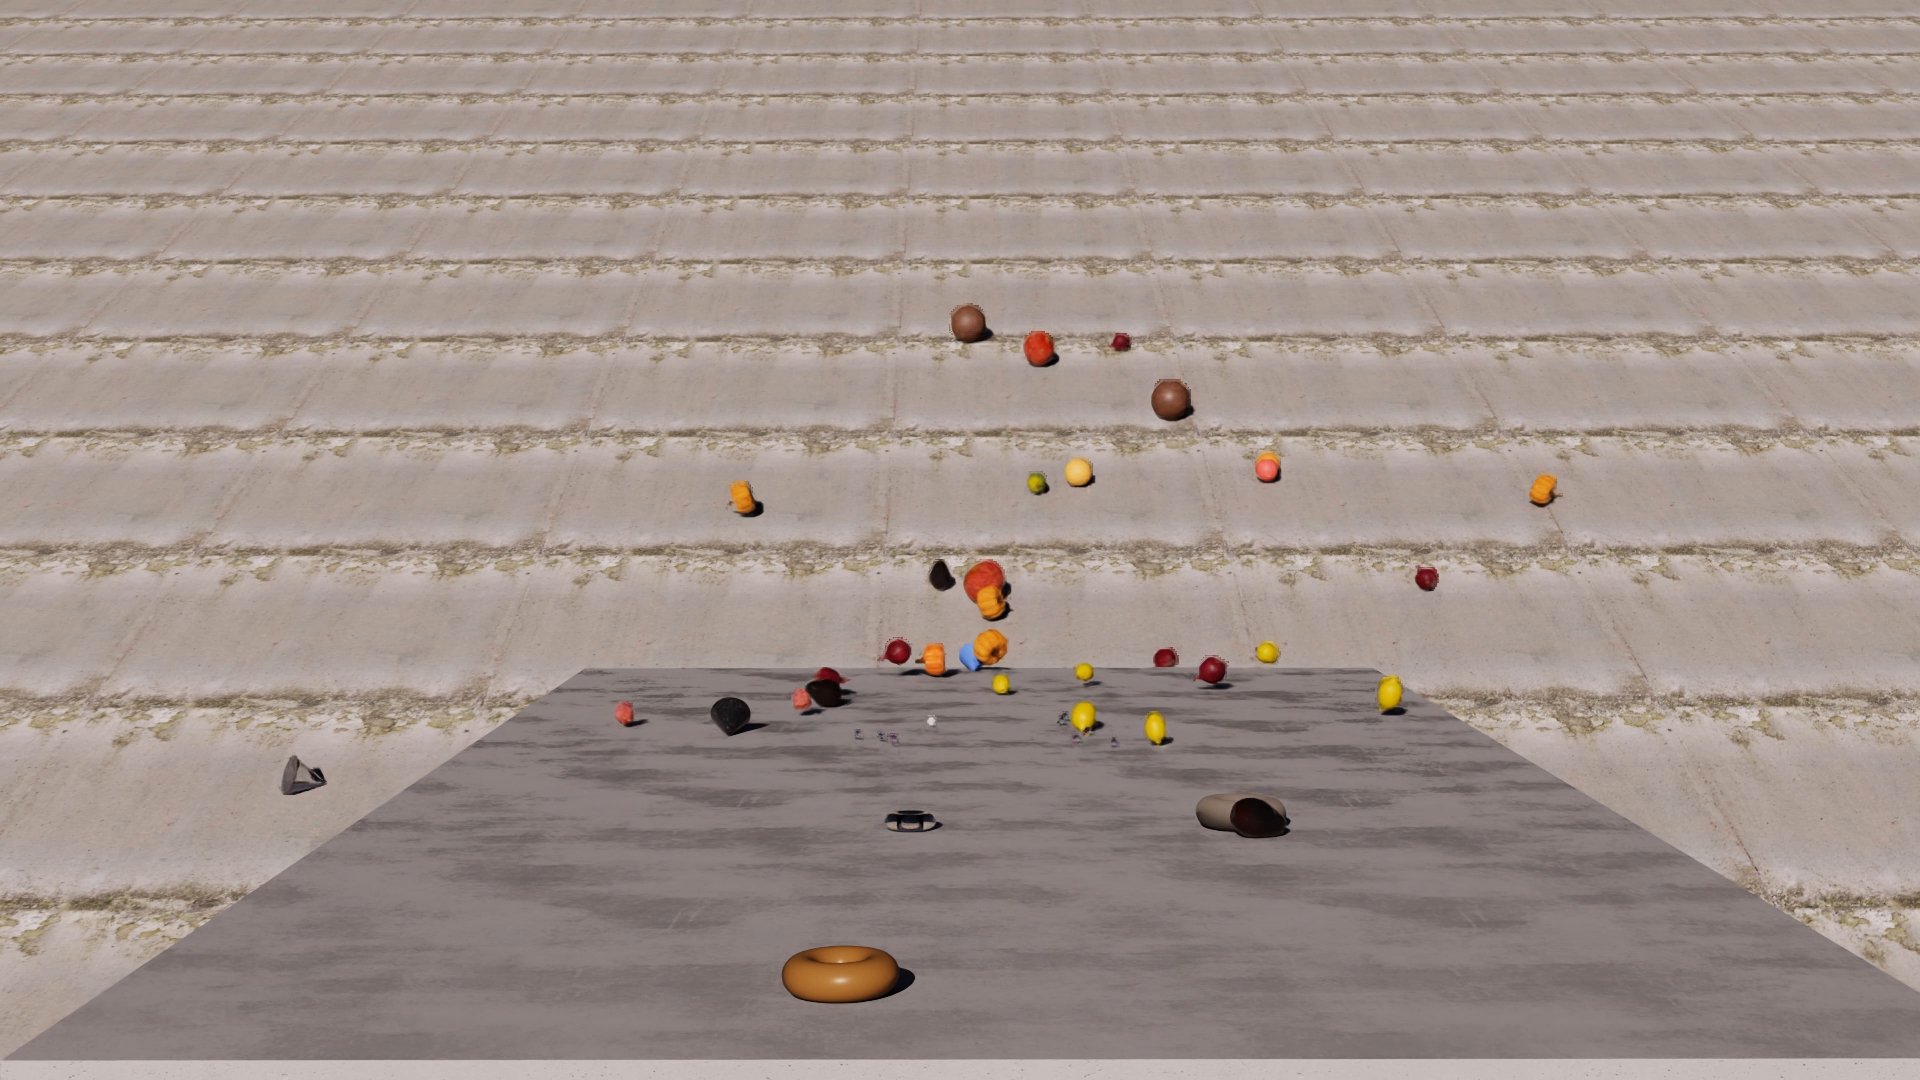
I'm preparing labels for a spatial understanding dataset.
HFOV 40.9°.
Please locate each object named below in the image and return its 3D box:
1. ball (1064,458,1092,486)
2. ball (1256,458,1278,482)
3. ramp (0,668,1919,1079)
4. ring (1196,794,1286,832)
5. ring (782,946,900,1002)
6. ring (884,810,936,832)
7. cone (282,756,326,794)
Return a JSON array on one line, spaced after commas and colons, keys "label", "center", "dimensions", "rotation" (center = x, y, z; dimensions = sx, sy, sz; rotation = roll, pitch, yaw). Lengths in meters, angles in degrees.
[{"label": "ball", "center": [0.366, -0.209, 7.962], "dimensions": [0.086, 0.086, 0.086], "rotation": [0, 22, 0]}, {"label": "ball", "center": [0.952, -0.217, 7.977], "dimensions": [0.070, 0.070, 0.070], "rotation": [0, 22, 0]}, {"label": "ramp", "center": [0.052, 0.468, 4.535], "dimensions": [2.000, 0.100, 4.000], "rotation": [0, 3, 0]}, {"label": "ring", "center": [0.434, 0.421, 3.978], "dimensions": [0.139, 0.046, 0.139], "rotation": [1, 2, 0]}, {"label": "ring", "center": [-0.131, 0.477, 2.828], "dimensions": [0.130, 0.043, 0.130], "rotation": [-1, 3, 0]}, {"label": "ring", "center": [-0.077, 0.432, 3.959], "dimensions": [0.080, 0.027, 0.080], "rotation": [0, 1, 0]}, {"label": "cone", "center": [-1.551, 0.570, 6.126], "dimensions": [0.095, 0.095, 0.095], "rotation": [19, 11, -31]}]
